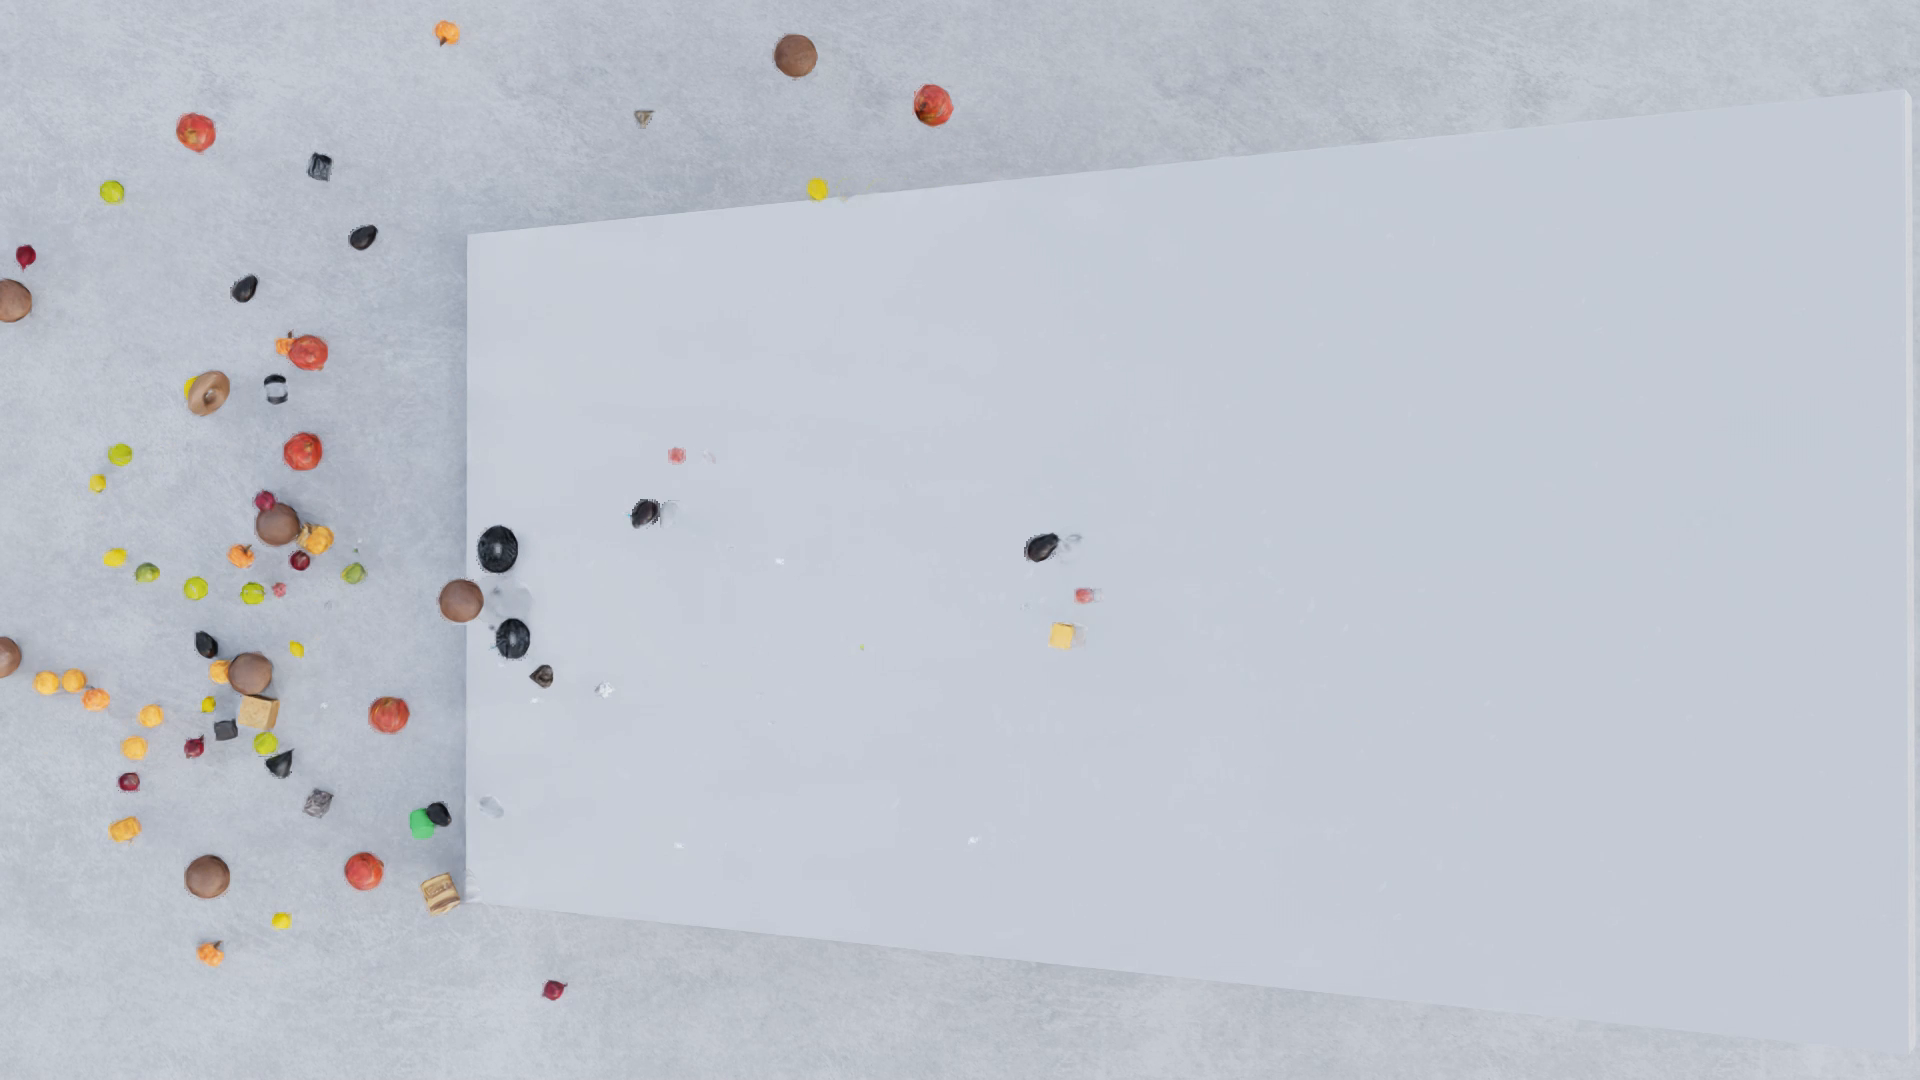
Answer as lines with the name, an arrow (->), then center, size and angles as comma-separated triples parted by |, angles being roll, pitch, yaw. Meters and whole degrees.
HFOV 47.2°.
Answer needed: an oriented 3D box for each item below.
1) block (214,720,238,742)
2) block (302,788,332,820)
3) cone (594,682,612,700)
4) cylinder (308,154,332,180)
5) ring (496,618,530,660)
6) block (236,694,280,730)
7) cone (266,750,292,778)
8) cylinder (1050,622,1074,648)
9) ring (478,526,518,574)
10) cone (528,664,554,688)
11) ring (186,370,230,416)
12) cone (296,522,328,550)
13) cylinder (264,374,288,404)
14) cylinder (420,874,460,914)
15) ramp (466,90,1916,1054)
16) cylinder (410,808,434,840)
block -> -2.217, 0.575, 6.642 | 0.054, 0.054, 0.054 | -9, 92, -5
block -> -1.937, 0.795, 6.634 | 0.058, 0.058, 0.058 | 24, 118, 0
cone -> -1.033, 0.432, 6.298 | 0.050, 0.050, 0.050 | 0, 89, 31
cylinder -> -1.921, -1.119, 6.598 | 0.060, 0.060, 0.060 | 10, 75, 0
ring -> -1.317, 0.291, 6.473 | 0.122, 0.041, 0.122 | 1, 91, 30
block -> -2.115, 0.518, 6.633 | 0.087, 0.087, 0.087 | 14, 89, 0
cone -> -2.031, 0.658, 6.621 | 0.082, 0.082, 0.082 | 42, 108, 0
cylinder -> 0.256, 0.240, 5.524 | 0.053, 0.053, 0.053 | 11, 96, 0
ring -> -1.366, 0.028, 6.501 | 0.143, 0.048, 0.143 | -1, 88, 30
cone -> -1.233, 0.397, 6.405 | 0.070, 0.070, 0.070 | 0, 89, 31
ring -> -2.258, -0.441, 6.608 | 0.050, 0.150, 0.150 | 33, 90, 17
cone -> -1.959, -0.030, 6.620 | 0.090, 0.090, 0.090 | 3, 61, -5
cylinder -> -2.065, -0.455, 6.640 | 0.064, 0.064, 0.064 | 6, 128, 0
cylinder -> -1.554, 1.059, 6.575 | 0.092, 0.092, 0.092 | -26, 74, 0
ramp -> 0.267, 0.074, 5.619 | 4.000, 0.100, 2.000 | 0, 89, 31
cylinder -> -1.622, 0.857, 6.626 | 0.066, 0.066, 0.066 | -20, 54, 0
